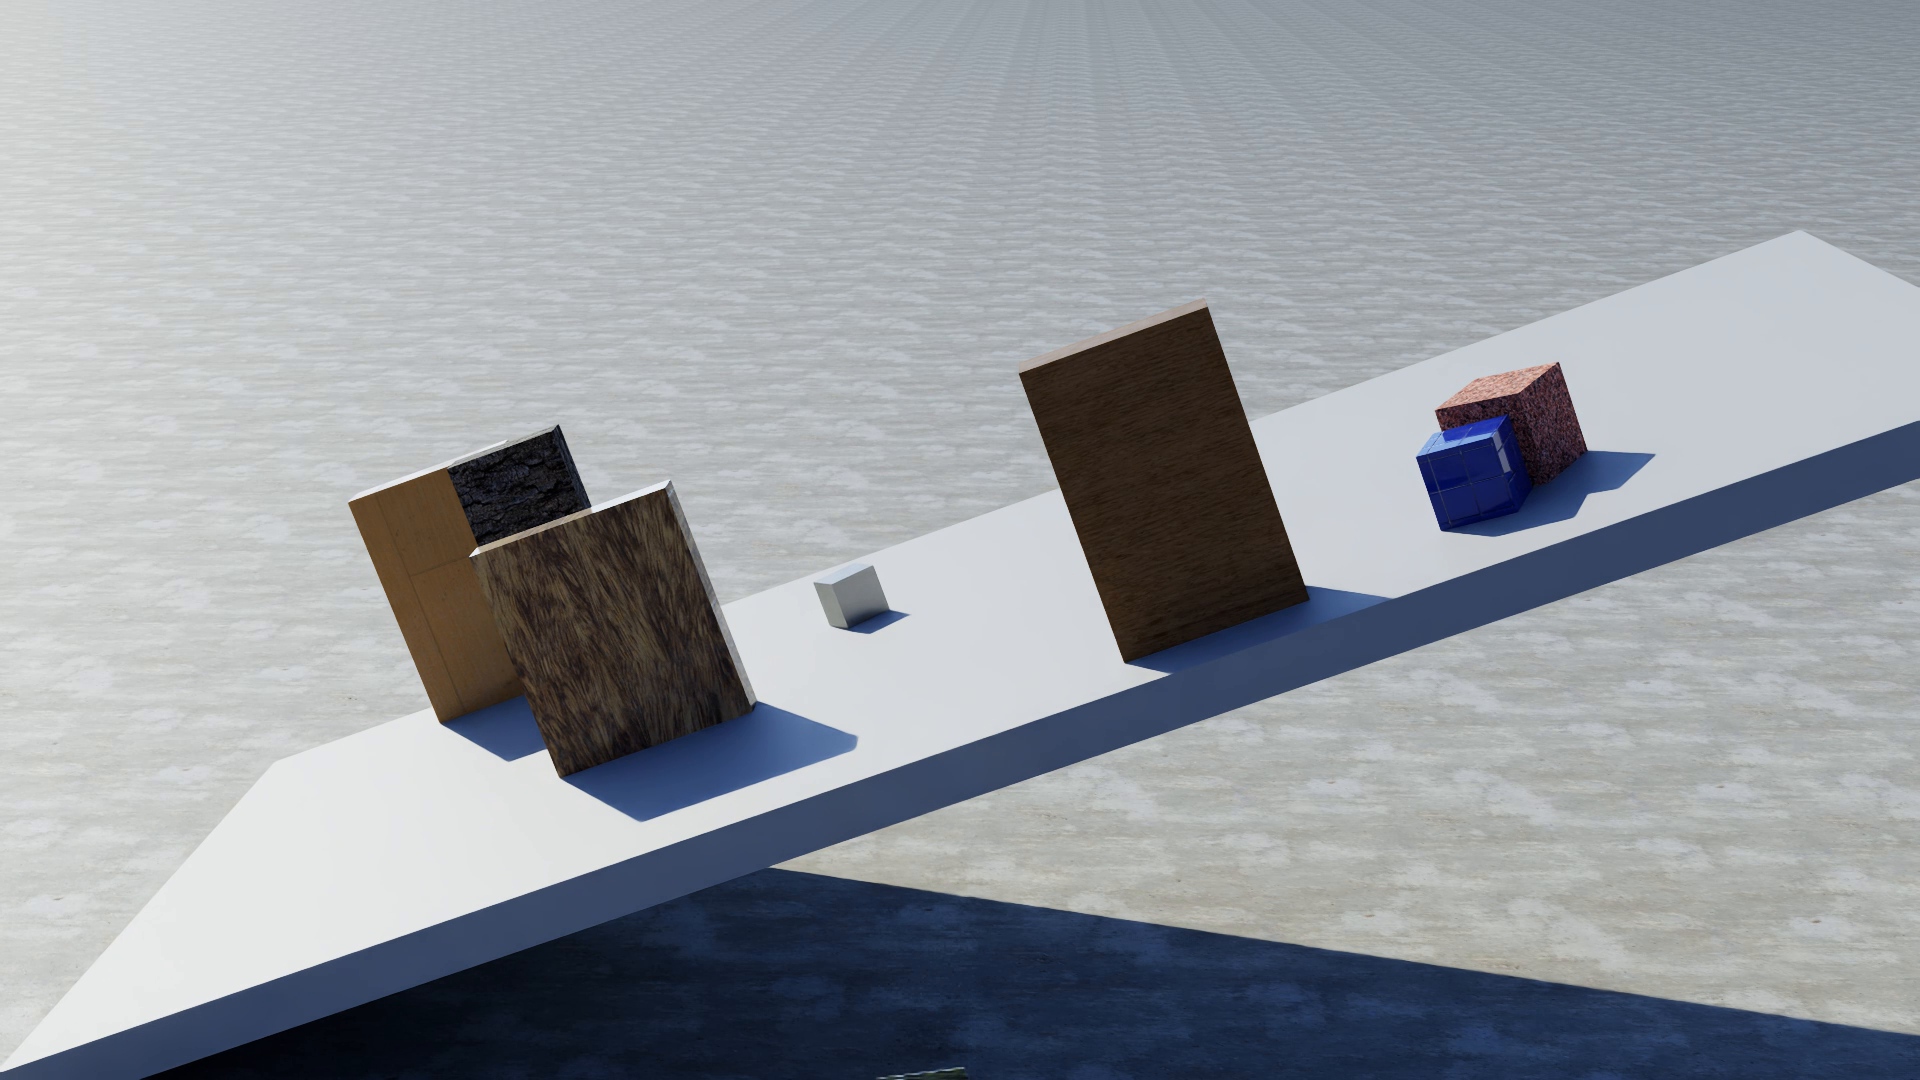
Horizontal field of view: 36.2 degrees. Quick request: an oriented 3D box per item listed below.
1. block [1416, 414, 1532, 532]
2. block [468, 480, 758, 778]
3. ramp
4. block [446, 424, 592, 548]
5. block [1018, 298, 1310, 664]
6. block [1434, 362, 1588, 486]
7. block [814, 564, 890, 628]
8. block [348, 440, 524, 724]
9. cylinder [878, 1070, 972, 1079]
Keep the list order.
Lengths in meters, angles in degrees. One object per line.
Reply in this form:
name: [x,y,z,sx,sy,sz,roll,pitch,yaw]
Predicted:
block: [0.976,-0.128,5.576,0.152,0.152,0.152,-15,13,26]
block: [-0.724,0.188,6.164,0.438,0.508,0.088,-19,11,6]
ramp: [0.114,0.177,6.298,4.000,0.100,2.000,-19,11,6]
block: [-0.912,0.085,6.637,0.253,0.641,0.094,-19,11,6]
block: [0.378,-0.109,5.444,0.362,0.579,0.120,-19,11,6]
block: [1.073,-0.214,5.722,0.186,0.186,0.186,-11,15,40]
block: [-0.245,0.126,6.636,0.109,0.109,0.109,-25,12,-22]
block: [-1.186,0.103,7.170,0.397,0.588,0.107,-19,11,6]
cylinder: [-0.062,1.025,5.232,0.156,0.156,0.156,0,12,-13]
